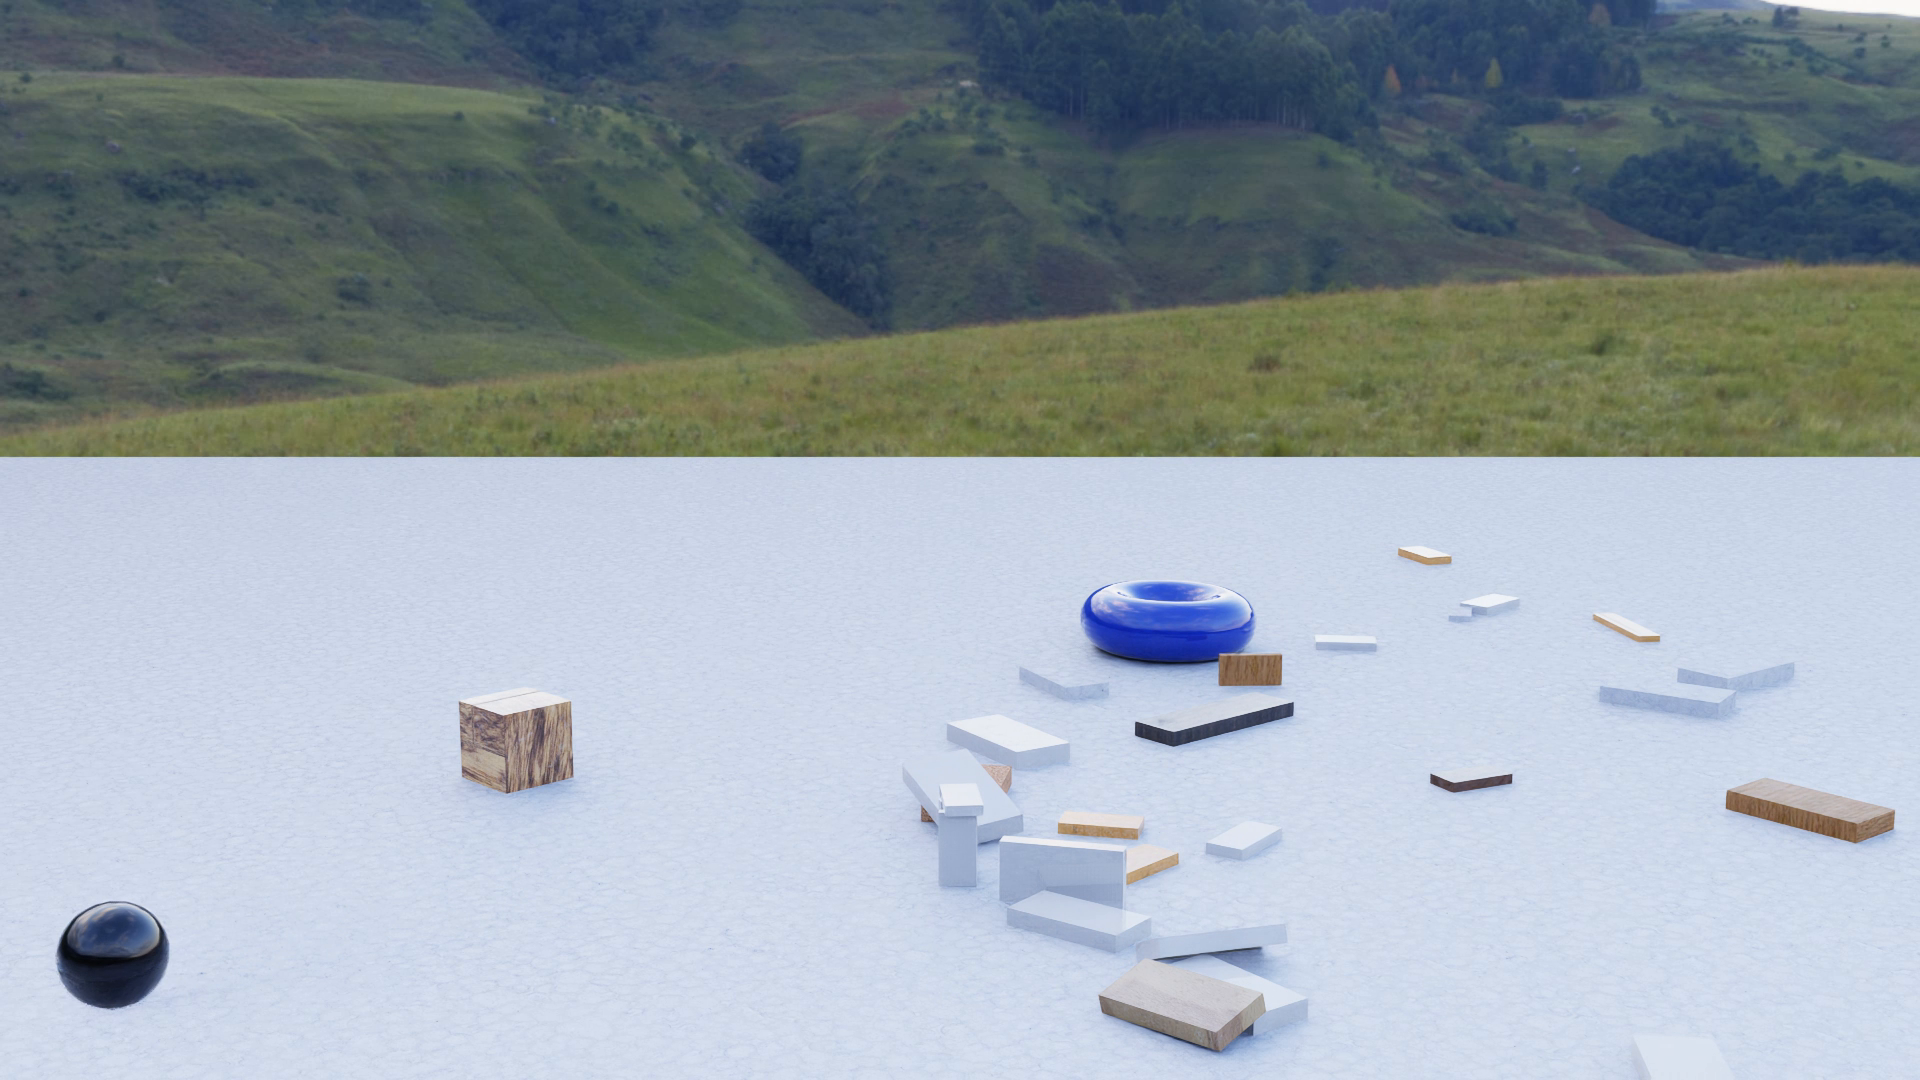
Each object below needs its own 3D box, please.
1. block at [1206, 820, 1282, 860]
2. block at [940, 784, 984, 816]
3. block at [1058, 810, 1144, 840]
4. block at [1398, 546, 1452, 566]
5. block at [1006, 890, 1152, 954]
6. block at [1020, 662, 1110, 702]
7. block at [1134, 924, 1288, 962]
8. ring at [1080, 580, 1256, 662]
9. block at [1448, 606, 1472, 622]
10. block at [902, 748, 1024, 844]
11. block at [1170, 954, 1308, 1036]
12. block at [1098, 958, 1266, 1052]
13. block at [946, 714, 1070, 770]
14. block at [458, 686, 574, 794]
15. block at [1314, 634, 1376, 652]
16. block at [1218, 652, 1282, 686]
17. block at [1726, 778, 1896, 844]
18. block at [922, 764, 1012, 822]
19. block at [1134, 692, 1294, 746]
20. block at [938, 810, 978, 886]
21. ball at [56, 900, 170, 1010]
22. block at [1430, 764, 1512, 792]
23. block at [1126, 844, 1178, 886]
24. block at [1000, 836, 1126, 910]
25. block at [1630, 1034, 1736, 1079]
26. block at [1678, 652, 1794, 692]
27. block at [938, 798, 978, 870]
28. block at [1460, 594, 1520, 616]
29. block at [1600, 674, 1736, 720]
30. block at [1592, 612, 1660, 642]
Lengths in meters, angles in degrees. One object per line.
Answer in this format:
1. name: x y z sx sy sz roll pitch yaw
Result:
1. block: 0.506 0.534 3.914 0.072 0.020 0.153 7 13 34
2. block: 0.002 0.440 3.726 0.064 0.018 0.128 -1 10 -5
3. block: 0.257 0.518 3.998 0.147 0.021 0.073 3 11 14
4. block: 1.381 0.046 6.534 0.082 0.023 0.164 -4 11 -19
5. block: 0.189 0.606 3.500 0.207 0.029 0.104 8 13 36
6. block: 0.237 0.322 5.027 0.112 0.032 0.224 -5 12 -25
7. block: 0.382 0.614 3.349 0.207 0.029 0.103 -3 -14 -17
8. ring: 0.511 0.196 5.401 0.433 0.144 0.433 1 9 0
9. block: 1.309 0.194 5.755 0.057 0.016 0.114 3 11 13
10. block: 0.003 0.470 4.020 0.130 0.037 0.261 -12 26 -20
11. block: 0.391 0.661 3.205 0.108 0.031 0.216 -8 13 -36
12. block: 0.314 0.658 3.126 0.216 0.031 0.108 8 27 45
13. block: 0.097 0.413 4.518 0.130 0.037 0.261 -7 12 -32
14. block: -0.870 0.391 4.315 0.156 0.156 0.156 -10 15 -44
15. block: 0.950 0.254 5.421 0.147 0.021 0.073 1 11 7
16. block: 0.666 0.297 5.049 0.143 0.072 0.020 0 11 -2
17. block: 1.569 0.498 4.064 0.131 0.037 0.261 -8 13 -38
18. block: 0.014 0.479 4.165 0.130 0.037 0.261 2 11 9
19. block: 0.547 0.382 4.704 0.376 0.032 0.112 -9 14 -40
20. block: -0.004 0.519 3.701 0.064 0.128 0.018 1 9 3
21. ball: -1.227 0.601 3.187 0.155 0.155 0.155 0 11 0
22. block: 0.997 0.465 4.288 0.143 0.020 0.072 -5 12 -25
23. block: 0.303 0.558 3.786 0.073 0.021 0.147 9 14 41
24. block: 0.169 0.548 3.611 0.207 0.103 0.029 3 11 15
25. block: 0.965 0.715 2.913 0.108 0.031 0.216 1 11 7
26. block: 1.798 0.306 5.095 0.267 0.037 0.131 -8 13 -37
27. block: -0.003 0.506 3.774 0.064 0.128 0.018 -3 11 -14
28. block: 1.411 0.172 5.856 0.082 0.023 0.164 10 15 44
29. block: 1.569 0.347 4.877 0.261 0.037 0.131 7 13 35
30. block: 1.697 0.222 5.604 0.057 0.016 0.264 -2 11 -8
